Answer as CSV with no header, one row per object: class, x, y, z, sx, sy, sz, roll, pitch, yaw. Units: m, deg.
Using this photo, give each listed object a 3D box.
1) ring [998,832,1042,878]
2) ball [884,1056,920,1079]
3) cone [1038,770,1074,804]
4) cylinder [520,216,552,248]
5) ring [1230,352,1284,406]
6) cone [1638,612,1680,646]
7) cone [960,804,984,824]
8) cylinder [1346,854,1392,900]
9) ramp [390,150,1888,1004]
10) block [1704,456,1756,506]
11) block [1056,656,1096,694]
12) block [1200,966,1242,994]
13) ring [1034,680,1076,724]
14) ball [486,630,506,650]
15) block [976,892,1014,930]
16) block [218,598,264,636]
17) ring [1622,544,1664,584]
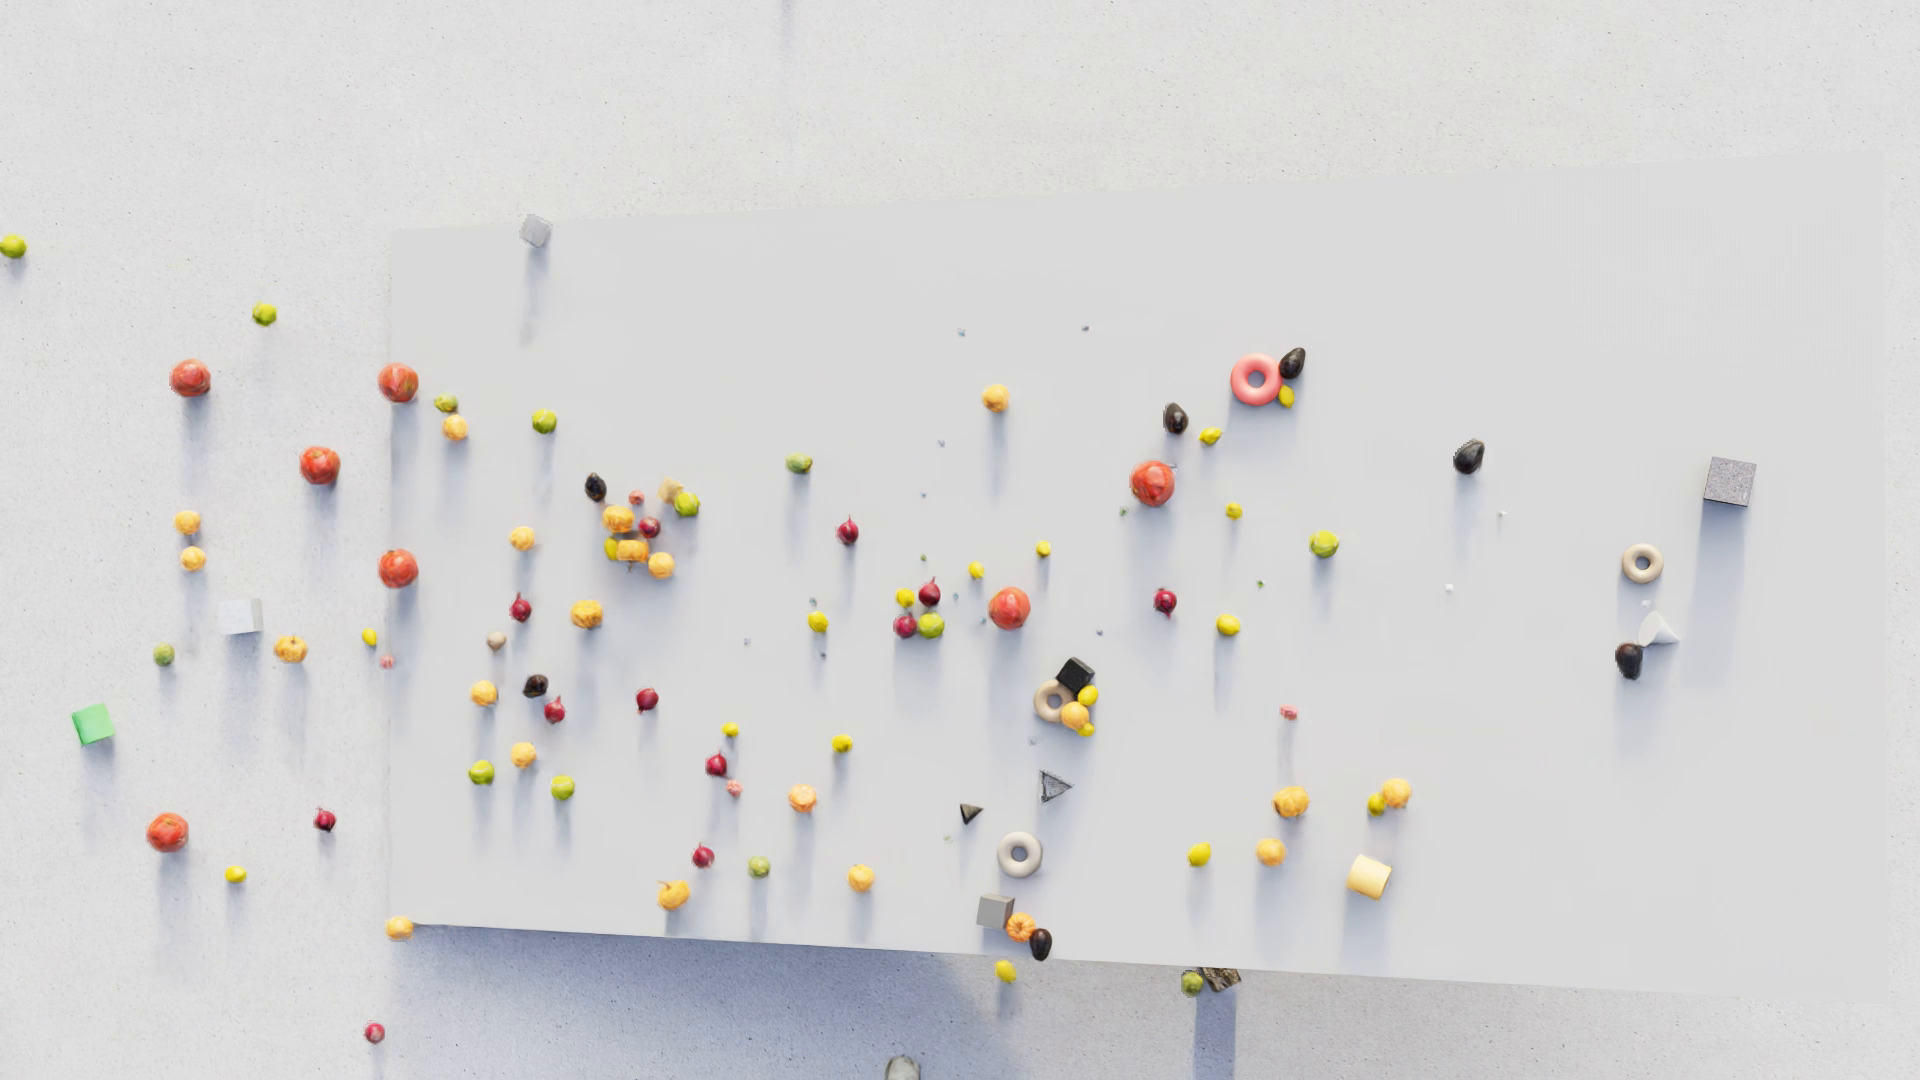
ring,0.156,0.823,5.752,0.122,0.041,0.122,0,89,16
ball,-0.168,1.546,6.381,0.100,0.100,0.100,0,89,0
cone,0.253,0.643,5.723,0.089,0.089,0.089,0,89,-9
cylinder,-1.195,-0.868,6.190,0.066,0.066,0.066,33,83,0
ring,0.752,-0.407,5.577,0.135,0.045,0.135,0,90,17
cone,1.690,0.228,5.272,0.089,0.089,0.089,21,89,-10
cone,0.036,0.716,5.798,0.059,0.059,0.059,-14,89,-10
cylinder,1.014,0.837,5.454,0.087,0.087,0.087,22,89,17
ramp,0.275,0.093,5.797,4.000,0.100,2.000,0,89,18
block,1.821,-0.138,5.204,0.100,0.100,0.100,12,93,17
block,0.300,0.351,5.698,0.067,0.067,0.067,37,100,15
block,0.755,1.252,6.390,0.089,0.089,0.089,-25,89,0
ring,0.248,0.421,5.729,0.115,0.038,0.115,0,91,15
ball,-1.311,0.284,6.218,0.054,0.054,0.054,0,89,0
block,0.093,0.971,5.752,0.073,0.073,0.073,10,92,18
block,-2.093,0.223,6.401,0.096,0.096,0.096,-7,89,0
ring,1.643,0.056,5.293,0.098,0.033,0.098,-1,88,17
